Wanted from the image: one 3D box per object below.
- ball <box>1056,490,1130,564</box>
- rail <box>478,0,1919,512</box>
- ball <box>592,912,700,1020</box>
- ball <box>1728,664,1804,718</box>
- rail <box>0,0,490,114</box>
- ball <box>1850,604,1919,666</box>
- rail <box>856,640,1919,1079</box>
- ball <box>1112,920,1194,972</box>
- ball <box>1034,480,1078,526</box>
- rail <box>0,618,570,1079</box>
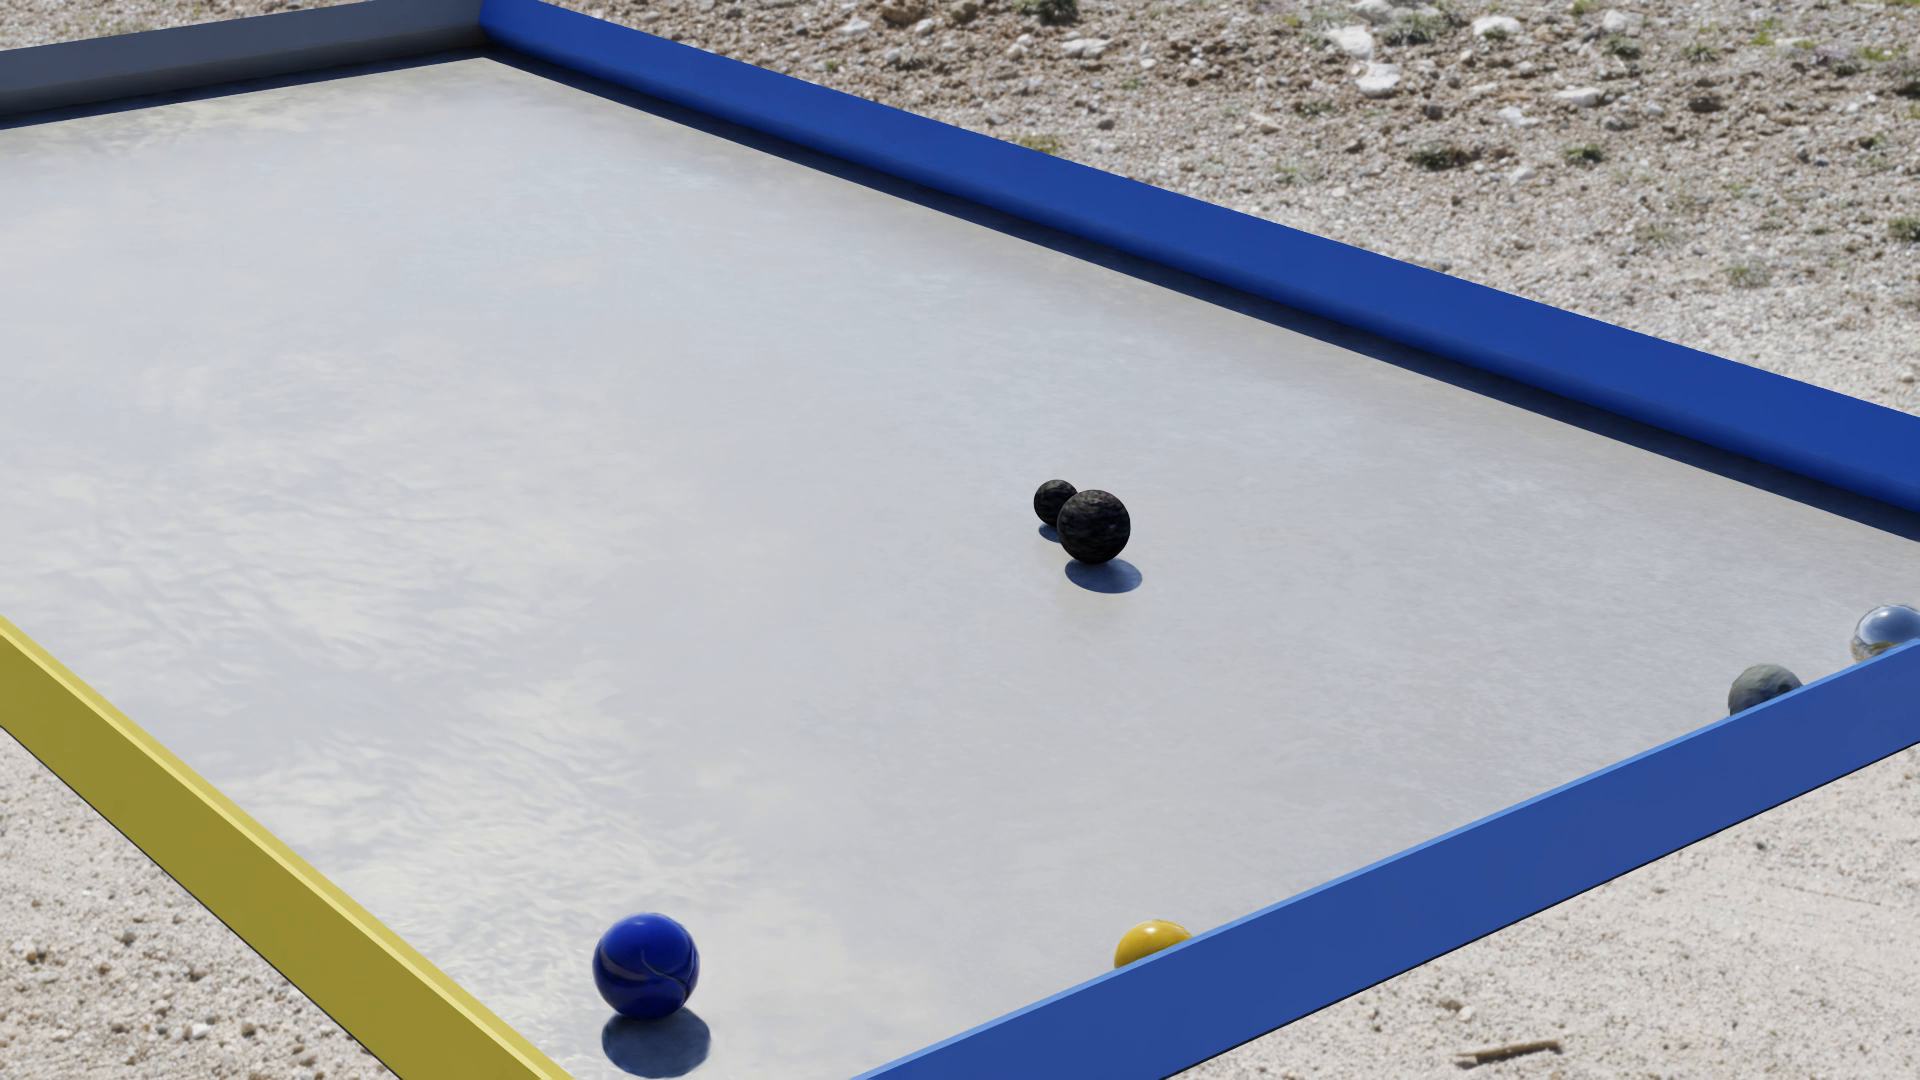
[{"bbox_3d":[0.116,-0.012,2.561,0.065,0.065,0.065,0,22,0],"label":"ball"},{"bbox_3d":[0.144,-0.394,3.495,0.045,0.088,2.888,-16,27,-35],"label":"rail"},{"bbox_3d":[-0.197,0.268,1.850,0.068,0.068,0.068,0,22,0],"label":"ball"},{"bbox_3d":[0.612,0.123,2.230,0.058,0.058,0.058,0,22,0],"label":"ball"},{"bbox_3d":[-1.324,-0.634,4.101,1.550,0.088,0.045,-16,27,-35],"label":"rail"},{"bbox_3d":[0.736,0.084,2.318,0.066,0.066,0.066,0,22,0],"label":"ball"},{"bbox_3d":[0.432,0.187,2.025,1.550,0.088,0.045,-16,27,-35],"label":"rail"},{"bbox_3d":[0.125,0.269,1.863,0.057,0.057,0.057,0,22,0],"label":"ball"},{"bbox_3d":[0.087,-0.034,2.647,0.042,0.042,0.042,0,22,0],"label":"ball"},{"bbox_3d":[-1.037,-0.053,2.631,0.045,0.088,2.888,-16,27,-35],"label":"rail"}]
